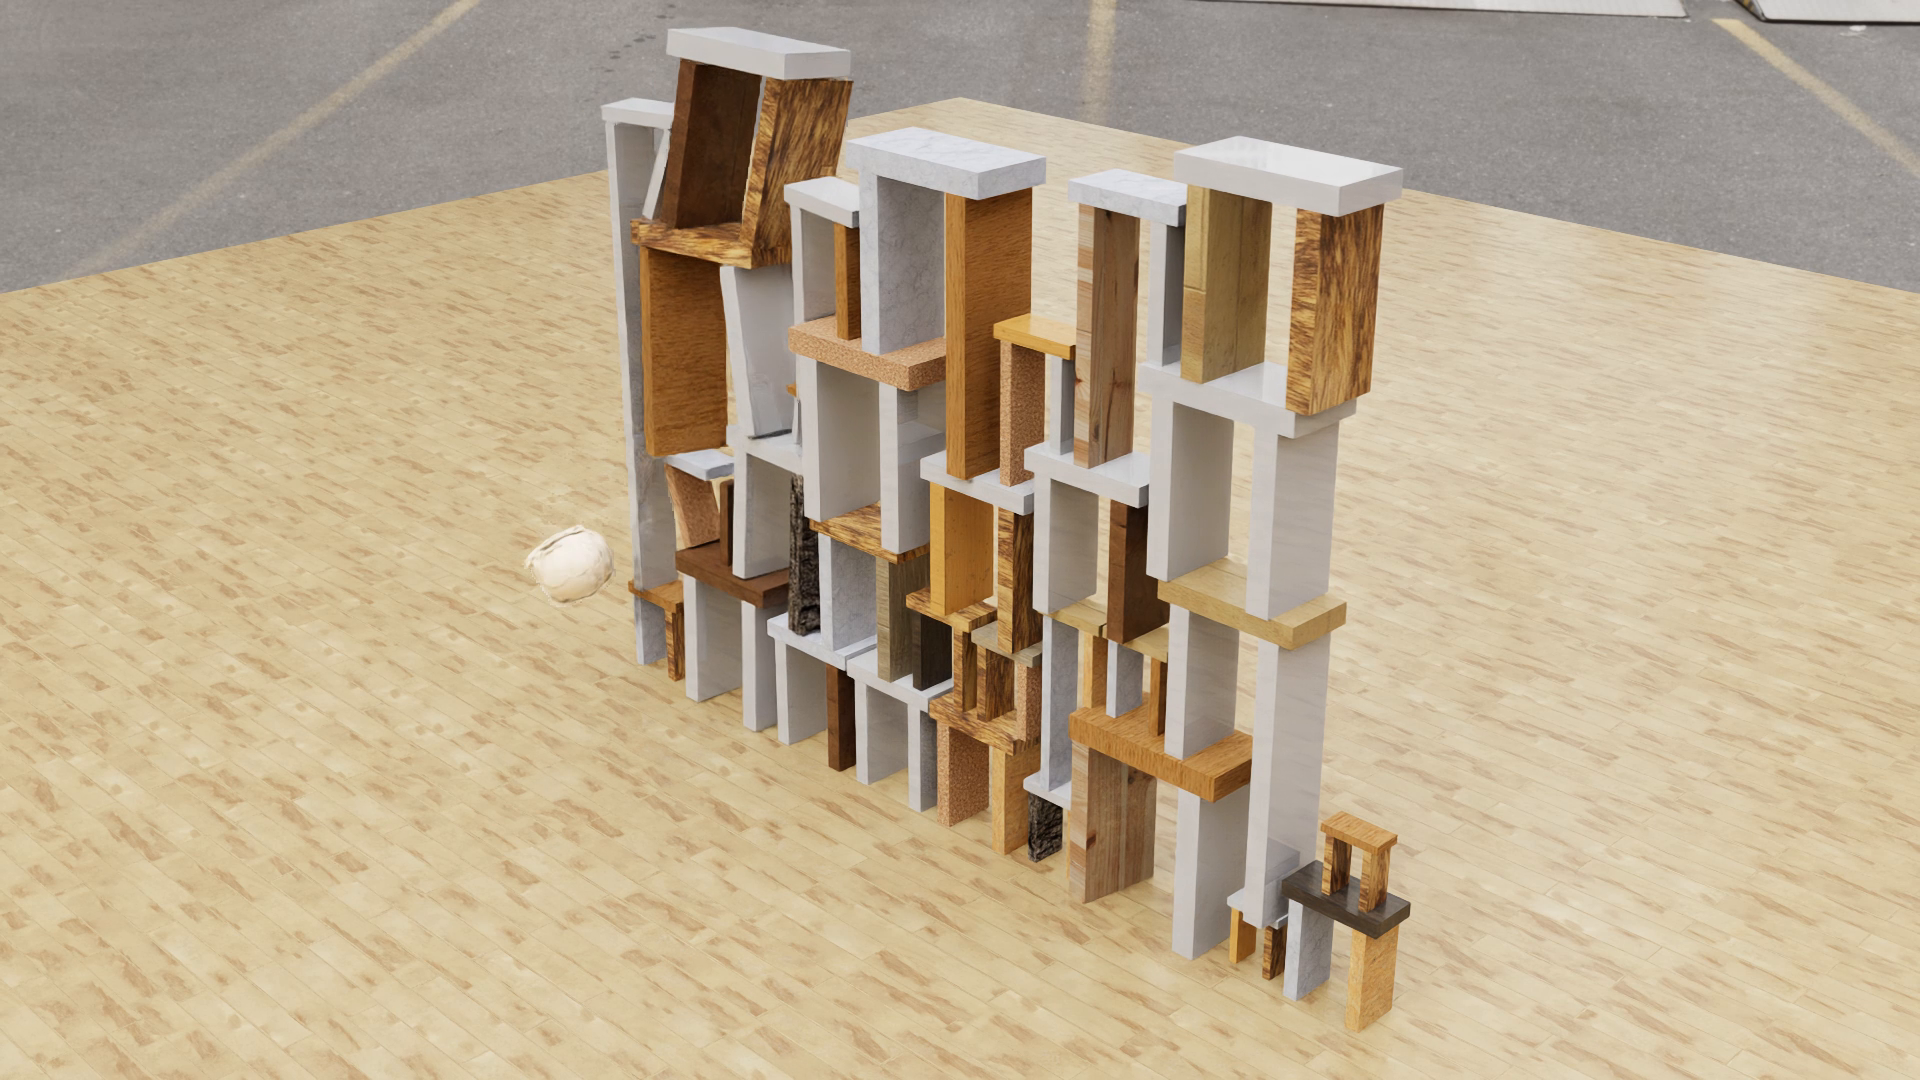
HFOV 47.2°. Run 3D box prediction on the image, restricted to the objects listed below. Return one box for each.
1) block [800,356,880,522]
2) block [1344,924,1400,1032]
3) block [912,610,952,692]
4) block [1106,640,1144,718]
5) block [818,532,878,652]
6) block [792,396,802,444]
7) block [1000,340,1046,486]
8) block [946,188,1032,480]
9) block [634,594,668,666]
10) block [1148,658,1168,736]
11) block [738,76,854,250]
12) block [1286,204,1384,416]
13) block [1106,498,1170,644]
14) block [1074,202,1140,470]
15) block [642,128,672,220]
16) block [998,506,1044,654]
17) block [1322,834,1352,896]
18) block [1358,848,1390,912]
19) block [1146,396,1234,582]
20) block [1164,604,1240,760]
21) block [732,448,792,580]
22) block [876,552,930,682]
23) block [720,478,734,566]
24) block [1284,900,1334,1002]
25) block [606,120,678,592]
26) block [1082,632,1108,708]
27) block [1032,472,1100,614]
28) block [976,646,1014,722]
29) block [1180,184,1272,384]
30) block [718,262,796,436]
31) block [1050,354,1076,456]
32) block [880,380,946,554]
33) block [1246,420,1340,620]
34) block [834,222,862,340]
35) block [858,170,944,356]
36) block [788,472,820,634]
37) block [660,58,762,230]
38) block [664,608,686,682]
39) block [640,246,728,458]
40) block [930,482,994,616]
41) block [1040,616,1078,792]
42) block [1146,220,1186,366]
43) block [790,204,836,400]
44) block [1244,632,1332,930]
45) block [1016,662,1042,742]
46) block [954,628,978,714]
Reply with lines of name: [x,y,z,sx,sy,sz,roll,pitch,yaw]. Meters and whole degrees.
block: [-0.235,-0.221,4.384,0.170,0.339,0.048,-21,31,-40]
block: [0.707,0.737,3.771,0.028,0.198,0.099,21,31,41]
block: [-0.055,0.206,4.366,0.024,0.172,0.086,21,31,41]
block: [0.301,0.241,4.006,0.076,0.151,0.021,-21,31,-41]
block: [-0.227,0.089,4.510,0.128,0.256,0.036,-21,31,-40]
block: [-0.317,-0.253,4.512,0.053,0.105,0.015,-14,30,-39]
block: [0.114,-0.239,3.996,0.091,0.275,0.026,-21,31,-41]
block: [0.053,-0.384,4.011,0.172,0.531,0.049,-21,31,-41]
block: [-0.707,0.194,5.079,0.025,0.175,0.088,21,31,41]
block: [0.373,0.269,3.941,0.076,0.151,0.021,-21,31,-41]
block: [-0.327,-0.756,4.382,0.174,0.347,0.049,-10,34,-39]
block: [0.583,-0.370,3.422,0.161,0.322,0.046,-21,31,-40]
block: [0.321,0.038,3.895,0.038,0.267,0.134,21,31,41]
block: [0.253,-0.360,3.795,0.034,0.468,0.121,21,31,40]
block: [-0.595,-0.772,4.597,0.029,0.205,0.103,38,37,23]
block: [0.131,0.058,4.114,0.038,0.288,0.134,21,31,41]
block: [0.645,0.543,3.754,0.016,0.115,0.058,21,31,41]
block: [0.699,0.565,3.704,0.016,0.115,0.058,21,31,41]
block: [0.394,-0.107,3.755,0.163,0.327,0.046,-21,31,-40]
block: [0.427,0.227,3.861,0.145,0.291,0.041,-21,31,-41]
block: [-0.413,-0.069,4.680,0.142,0.283,0.040,-16,28,-41]
block: [-0.107,0.141,4.399,0.036,0.266,0.128,21,31,41]
block: [-0.473,-0.044,4.750,0.093,0.186,0.026,-19,30,-42]
block: [0.614,0.700,3.857,0.028,0.198,0.099,21,31,41]
block: [-0.691,-0.391,4.804,0.029,1.066,0.103,21,31,41]
block: [0.260,0.227,4.040,0.076,0.151,0.021,-21,31,-41]
block: [0.194,-0.011,4.010,0.038,0.267,0.134,21,31,40]
block: [0.070,0.266,4.257,0.081,0.161,0.023,-21,31,-40]
block: [0.432,-0.429,3.564,0.161,0.322,0.046,-21,31,-40]
block: [-0.393,-0.402,4.551,0.174,0.348,0.049,-16,14,-41]
block: [0.200,-0.249,3.900,0.026,0.182,0.091,21,31,40]
block: [-0.075,-0.158,4.237,0.170,0.339,0.048,-21,31,-40]
block: [0.546,-0.047,3.610,0.163,0.327,0.046,-21,31,-40]
block: [-0.186,-0.504,4.207,0.032,0.225,0.113,21,30,41]
block: [-0.107,-0.534,4.126,0.049,0.344,0.172,21,31,41]
block: [-0.286,0.014,4.563,0.142,0.345,0.040,-16,27,-41]
block: [-0.510,-0.819,4.518,0.174,0.347,0.049,-15,37,-41]
block: [-0.625,0.226,5.002,0.025,0.175,0.088,21,31,41]
block: [-0.594,-0.415,4.744,0.174,0.459,0.049,-10,23,-29]
block: [0.004,-0.001,4.227,0.038,0.268,0.134,21,31,41]
block: [0.188,0.298,4.147,0.076,0.366,0.021,-21,31,-40]
block: [0.364,-0.419,3.645,0.121,0.241,0.034,-21,31,-40]
block: [-0.274,-0.476,4.350,0.113,0.400,0.032,-20,31,-37]
block: [0.562,0.401,3.784,0.145,0.550,0.041,-21,31,-40]
block: [0.145,0.296,4.187,0.023,0.161,0.081,21,31,41]
block: [0.026,0.241,4.293,0.024,0.179,0.086,21,31,41]
